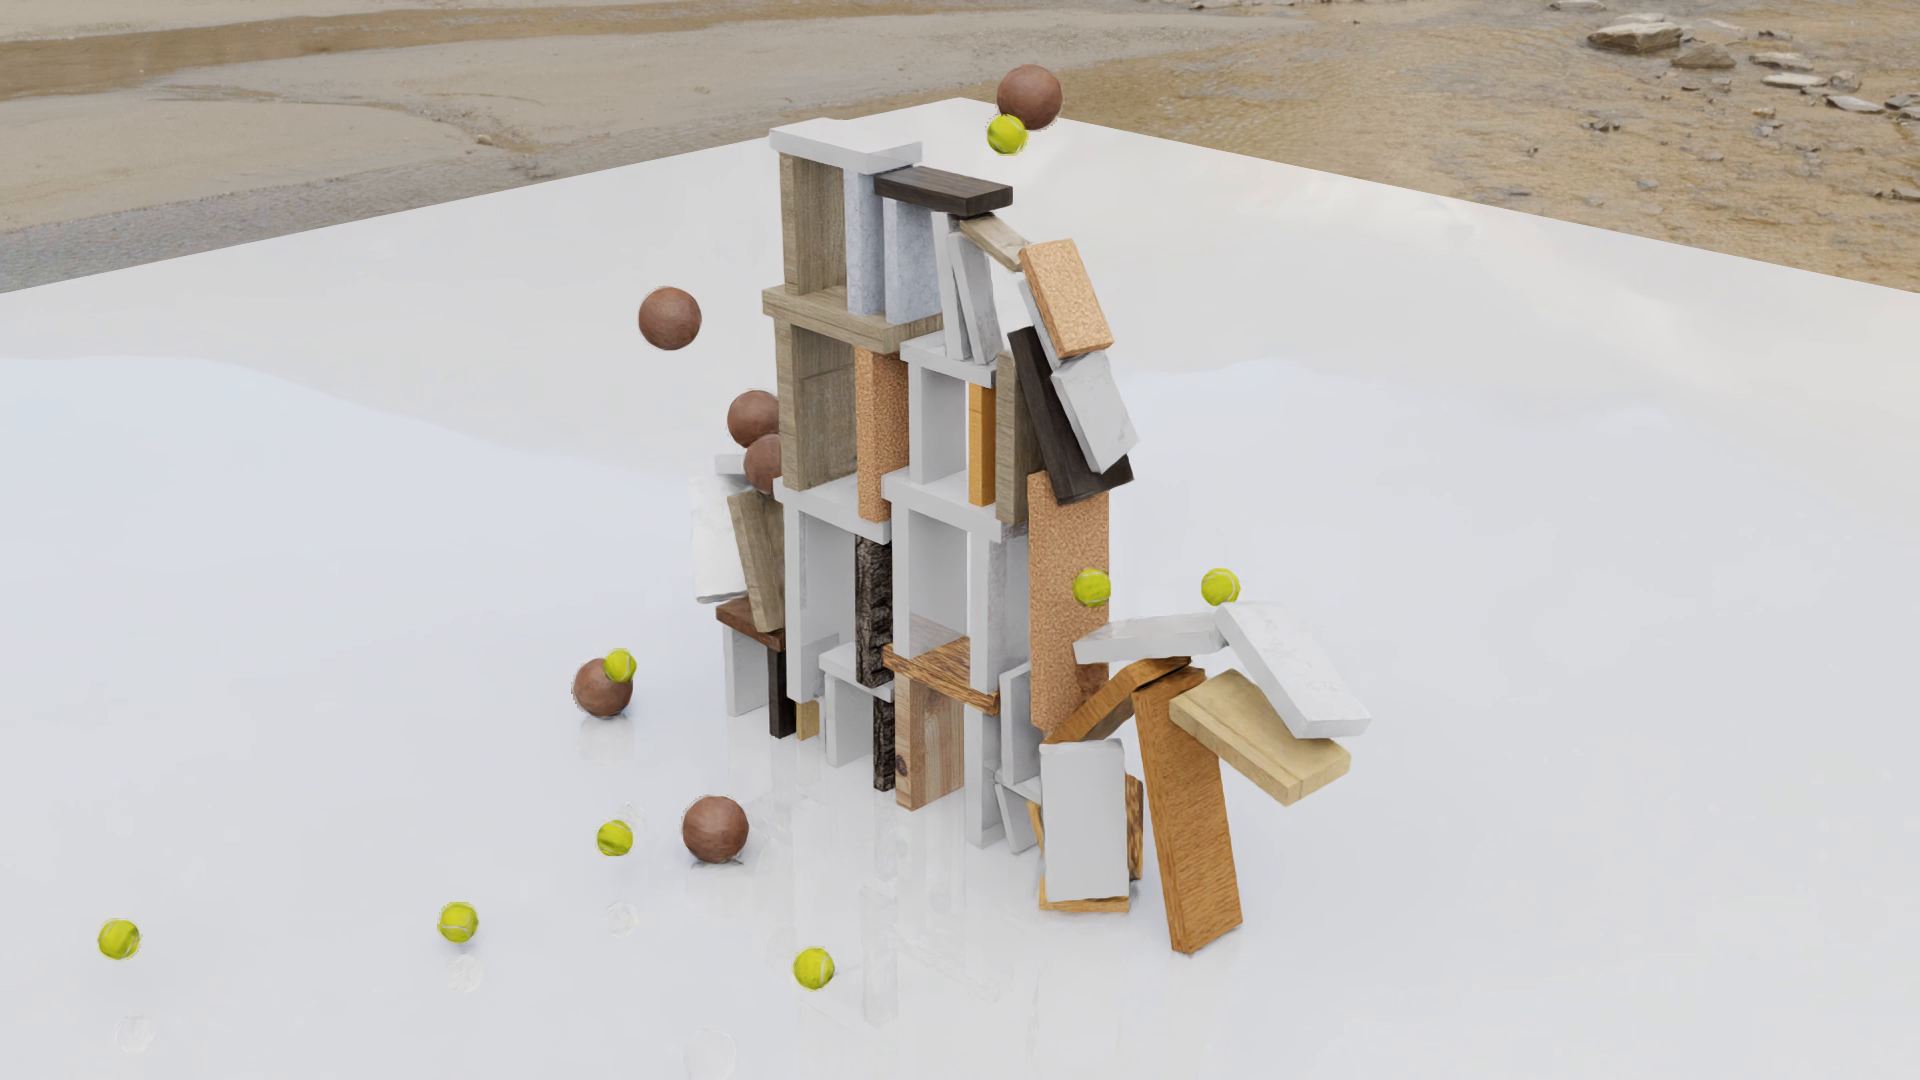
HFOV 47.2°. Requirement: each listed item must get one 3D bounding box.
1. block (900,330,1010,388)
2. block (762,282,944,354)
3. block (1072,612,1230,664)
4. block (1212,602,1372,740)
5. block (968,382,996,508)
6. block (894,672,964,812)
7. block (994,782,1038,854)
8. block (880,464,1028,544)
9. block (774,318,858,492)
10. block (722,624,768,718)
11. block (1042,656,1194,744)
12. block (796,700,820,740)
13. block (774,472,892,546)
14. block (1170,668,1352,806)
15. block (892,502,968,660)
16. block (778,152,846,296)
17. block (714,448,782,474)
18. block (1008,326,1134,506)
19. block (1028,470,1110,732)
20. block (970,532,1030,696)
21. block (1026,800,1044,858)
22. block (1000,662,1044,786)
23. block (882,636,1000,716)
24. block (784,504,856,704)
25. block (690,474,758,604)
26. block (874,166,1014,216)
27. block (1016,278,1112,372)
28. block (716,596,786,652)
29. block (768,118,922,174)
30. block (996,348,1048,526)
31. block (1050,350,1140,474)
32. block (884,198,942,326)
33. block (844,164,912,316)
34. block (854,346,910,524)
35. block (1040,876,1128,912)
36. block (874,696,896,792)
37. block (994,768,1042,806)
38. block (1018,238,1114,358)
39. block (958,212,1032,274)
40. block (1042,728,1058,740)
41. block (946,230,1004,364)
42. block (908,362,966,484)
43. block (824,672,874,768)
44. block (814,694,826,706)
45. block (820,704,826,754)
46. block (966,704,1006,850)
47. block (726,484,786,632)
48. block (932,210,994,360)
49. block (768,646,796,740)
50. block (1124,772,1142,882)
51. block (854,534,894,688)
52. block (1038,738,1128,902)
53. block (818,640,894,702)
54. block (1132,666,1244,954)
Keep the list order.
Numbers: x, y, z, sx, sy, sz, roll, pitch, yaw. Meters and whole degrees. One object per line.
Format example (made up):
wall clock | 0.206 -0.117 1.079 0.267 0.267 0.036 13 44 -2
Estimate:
block | 0.013 -0.337 4.072 0.237 0.034 0.118 21 31 41
block | -0.203 -0.441 4.251 0.175 0.049 0.349 -21 31 -40
block | 0.366 0.174 3.969 0.294 0.042 0.147 -7 10 39
block | 0.568 0.220 3.779 0.147 0.042 0.294 1 40 -33
block | 0.070 -0.190 4.073 0.118 0.237 0.034 -21 31 -41
block | -0.061 0.384 4.463 0.153 0.306 0.043 -21 31 -40
block | 0.115 0.535 4.320 0.072 0.143 0.020 -21 11 -40
block | 0.018 -0.080 4.175 0.321 0.046 0.161 21 31 41
block | -0.281 -0.288 4.402 0.175 0.349 0.049 -21 29 -40
block | -0.465 0.270 4.840 0.110 0.220 0.031 -22 33 -39
block | 0.286 0.301 4.046 0.152 0.303 0.043 -20 71 -41
block | -0.326 0.370 4.740 0.058 0.115 0.016 -21 32 -40
block | -0.206 -0.080 4.419 0.163 0.046 0.327 -21 31 -40
block | 0.514 0.336 3.788 0.147 0.042 0.294 -24 41 -29
block | -0.059 0.059 4.316 0.046 0.321 0.161 21 31 41
block | -0.280 -0.625 4.263 0.138 0.276 0.039 -22 31 -40
block | -0.430 -0.173 4.811 0.147 0.042 0.294 -7 5 -19
block | 0.198 -0.235 3.908 0.158 0.317 0.045 -20 5 -41
block | 0.203 0.101 4.059 0.158 0.496 0.045 -18 27 -36
block | 0.093 0.118 4.177 0.161 0.321 0.046 -21 31 -40
block | 0.179 0.561 4.261 0.072 0.143 0.020 -21 7 -41
block | 0.124 0.350 4.230 0.099 0.227 0.028 -21 29 -40
block | 0.009 0.253 4.326 0.153 0.043 0.306 -21 31 -41
block | -0.287 0.113 4.590 0.163 0.442 0.046 -21 32 -40
block | -0.521 -0.008 4.913 0.147 0.042 0.294 -8 65 4
block | -0.031 -0.634 3.989 0.119 0.034 0.238 -21 31 -40
block | 0.182 -0.376 3.839 0.101 0.202 0.029 -27 8 -31
block | -0.415 0.176 4.739 0.110 0.031 0.220 -20 31 -40
block | -0.217 -0.744 4.140 0.138 0.039 0.276 -22 32 -40
block | 0.136 -0.200 3.993 0.045 0.317 0.158 21 30 41
block | 0.236 -0.229 3.839 0.101 0.202 0.029 -40 30 -25
block | -0.085 -0.530 4.094 0.119 0.238 0.034 -21 30 -40
block | -0.151 -0.572 4.143 0.138 0.276 0.039 -22 31 -40
block | -0.119 -0.223 4.252 0.049 0.349 0.175 21 31 41
block | 0.234 0.669 4.153 0.167 0.024 0.084 1 23 3
block | -0.129 0.403 4.534 0.108 0.216 0.031 -21 32 -41
block | 0.142 0.472 4.263 0.072 0.020 0.143 -21 32 -40
block | 0.183 -0.418 3.792 0.101 0.202 0.029 -14 -13 -29
block | 0.074 -0.527 3.896 0.075 0.021 0.149 -21 51 -39
block | 0.202 0.347 4.203 0.099 0.199 0.028 -34 36 -28
block | 0.029 -0.443 3.968 0.021 0.241 0.075 -1 22 33
block | -0.042 -0.234 4.175 0.034 0.237 0.118 21 31 41
block | -0.232 0.363 4.630 0.031 0.216 0.108 21 31 41
block | -0.298 0.320 4.688 0.058 0.016 0.115 -21 32 -40
block | -0.272 0.392 4.690 0.058 0.115 0.016 -21 32 -41
block | 0.081 0.442 4.328 0.153 0.306 0.043 -21 31 -40
block | -0.392 0.033 4.664 0.147 0.294 0.042 -19 11 -39
block | 0.010 -0.476 4.008 0.034 0.270 0.119 7 23 34
block | -0.361 0.310 4.749 0.110 0.220 0.031 -20 31 -40
block | 0.312 0.544 4.220 0.028 0.099 0.199 -17 56 33
block | -0.135 0.121 4.424 0.163 0.327 0.046 -21 32 -40
block | 0.228 0.517 4.050 0.152 0.303 0.043 -4 21 -3
block | -0.178 0.269 4.532 0.108 0.031 0.216 -21 32 -40
block | 0.414 0.488 3.982 0.152 0.494 0.043 -21 17 -40
